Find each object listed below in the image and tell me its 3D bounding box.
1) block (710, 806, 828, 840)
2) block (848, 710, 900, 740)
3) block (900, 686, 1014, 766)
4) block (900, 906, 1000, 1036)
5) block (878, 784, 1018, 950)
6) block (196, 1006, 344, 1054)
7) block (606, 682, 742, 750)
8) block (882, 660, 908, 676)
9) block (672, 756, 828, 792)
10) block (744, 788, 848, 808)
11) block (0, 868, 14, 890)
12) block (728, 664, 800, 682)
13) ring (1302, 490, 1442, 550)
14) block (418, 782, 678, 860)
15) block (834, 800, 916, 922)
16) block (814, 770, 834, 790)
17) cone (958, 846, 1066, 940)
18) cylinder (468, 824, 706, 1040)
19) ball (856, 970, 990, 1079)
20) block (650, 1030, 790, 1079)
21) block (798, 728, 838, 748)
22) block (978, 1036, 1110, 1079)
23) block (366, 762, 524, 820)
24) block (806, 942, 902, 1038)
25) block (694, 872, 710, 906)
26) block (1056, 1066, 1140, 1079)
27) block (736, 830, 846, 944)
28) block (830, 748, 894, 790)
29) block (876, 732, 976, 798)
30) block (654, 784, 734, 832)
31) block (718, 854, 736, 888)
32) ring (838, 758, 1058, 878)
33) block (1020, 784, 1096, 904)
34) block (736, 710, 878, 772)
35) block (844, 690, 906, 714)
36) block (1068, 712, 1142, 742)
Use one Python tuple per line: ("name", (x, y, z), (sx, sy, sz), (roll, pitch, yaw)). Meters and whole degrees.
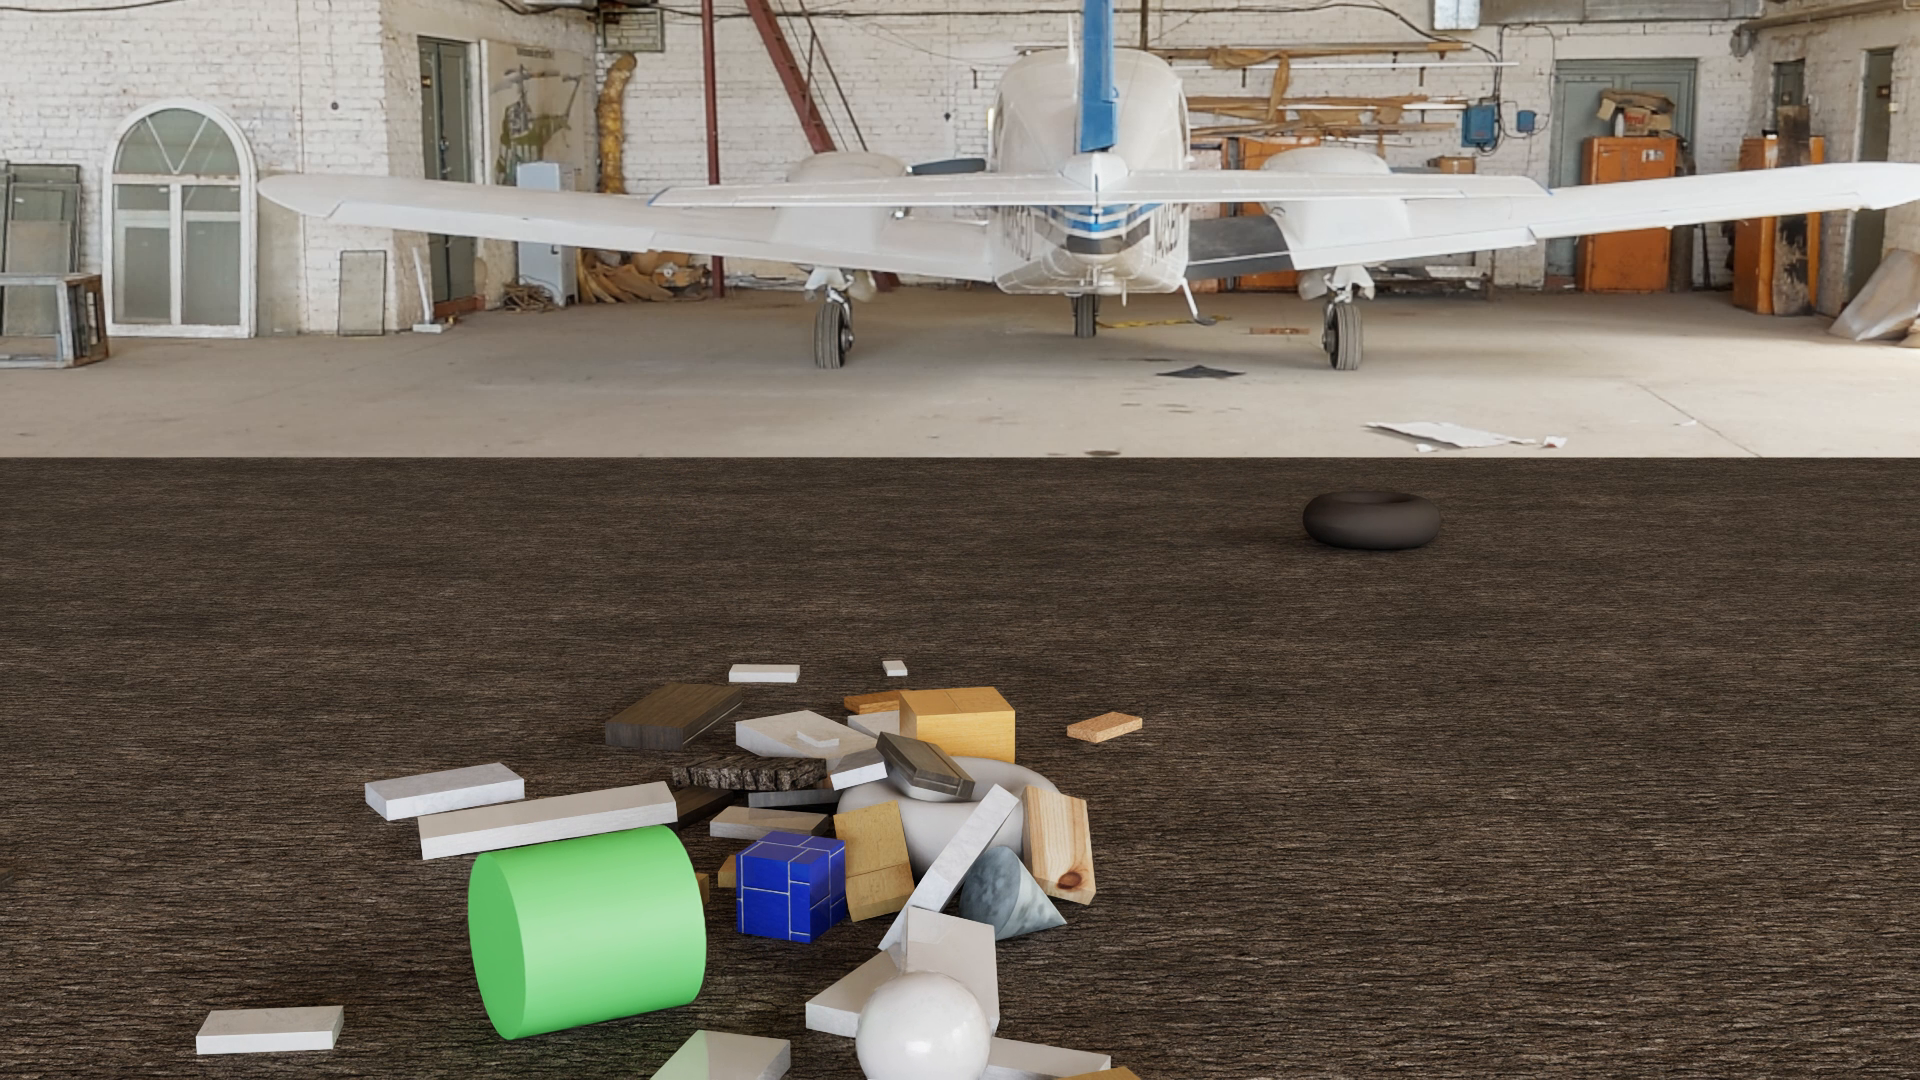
("block", (-0.345, 0.517, 3.987), (0.193, 0.027, 0.096), (3, 11, 15))
("block", (-0.085, 0.414, 4.483), (0.172, 0.049, 0.344), (-5, 12, -24))
("block", (-0.007, 0.397, 4.196), (0.186, 0.186, 0.186), (-2, 11, -11))
("block", (-0.016, 0.625, 3.185), (0.134, 0.038, 0.267), (14, 18, -6))
("block", (-0.014, 0.523, 3.475), (0.047, 0.167, 0.335), (34, 24, 6))
("block", (-0.965, 0.686, 3.081), (0.183, 0.026, 0.091), (-1, 11, -6))
("block", (-0.607, 0.375, 4.696), (0.172, 0.049, 0.344), (3, 11, 15))
("block", (-0.154, 0.302, 5.184), (0.046, 0.013, 0.092), (-2, 11, -9))
("block", (-0.405, 0.448, 4.232), (0.266, 0.038, 0.133), (-1, 5, 28))
("block", (-0.307, 0.482, 4.107), (0.184, 0.026, 0.092), (-2, -7, -11))
("block", (-1.700, 0.572, 3.693), (0.183, 0.026, 0.091), (2, 11, 12))
("block", (-0.455, 0.310, 5.116), (0.156, 0.022, 0.078), (0, 11, 2))
("ring", (1.274, -0.063, 6.805), (0.423, 0.141, 0.423), (0, 9, 0))
("block", (-0.742, 0.502, 3.955), (0.447, 0.038, 0.133), (-7, 12, -15))
("block", (-0.139, 0.525, 3.615), (0.110, 0.031, 0.220), (-14, 37, -1))
("block", (-0.190, 0.475, 4.218), (0.092, 0.026, 0.184), (-9, 14, -39))
("cone", (0.109, 0.587, 3.491), (0.159, 0.159, 0.159), (25, -2, -29))
("cylinder", (-0.534, 0.556, 3.137), (0.262, 0.262, 0.262), (-6, 12, -29))
("ball", (-0.048, 0.650, 2.865), (0.176, 0.176, 0.176), (0, 11, 0))
("block", (-0.330, 0.718, 2.878), (0.134, 0.038, 0.267), (3, 11, 15))
("block", (-0.285, 0.397, 4.407), (0.046, 0.013, 0.092), (-6, 12, -31))
("block", (0.104, 0.709, 2.959), (0.177, 0.025, 0.089), (4, 11, 21))
("block", (-0.979, 0.476, 4.179), (0.266, 0.038, 0.133), (-6, 12, -31))
("block", (-0.098, 0.657, 3.203), (0.134, 0.038, 0.267), (5, 12, 26))
("block", (-0.546, 0.598, 3.496), (0.167, 0.047, 0.335), (3, 11, 18))
("block", (0.207, 0.744, 2.716), (0.158, 0.045, 0.315), (-5, 11, -23))
("block", (-0.270, 0.553, 3.515), (0.129, 0.129, 0.129), (4, 11, 22))
("block", (-0.168, 0.402, 3.921), (0.096, 0.027, 0.193), (-15, 4, 6))
("block", (-0.062, 0.391, 3.829), (0.110, 0.031, 0.220), (15, 7, -21))
("block", (-0.511, 0.498, 4.094), (0.092, 0.026, 0.184), (5, 12, 27))
("block", (-0.311, 0.565, 3.733), (0.183, 0.026, 0.091), (1, 11, 7))
("ring", (-0.013, 0.487, 3.860), (0.409, 0.136, 0.409), (1, 11, 0))
("block", (0.162, 0.509, 3.682), (0.110, 0.031, 0.220), (16, 34, -13))
("block", (-0.297, 0.418, 4.463), (0.172, 0.049, 0.344), (-7, 13, -33))
("block", (-0.168, 0.358, 4.860), (0.156, 0.022, 0.078), (-6, 12, -28))
("block", (0.307, 0.396, 4.654), (0.078, 0.022, 0.156), (9, 14, 41))
